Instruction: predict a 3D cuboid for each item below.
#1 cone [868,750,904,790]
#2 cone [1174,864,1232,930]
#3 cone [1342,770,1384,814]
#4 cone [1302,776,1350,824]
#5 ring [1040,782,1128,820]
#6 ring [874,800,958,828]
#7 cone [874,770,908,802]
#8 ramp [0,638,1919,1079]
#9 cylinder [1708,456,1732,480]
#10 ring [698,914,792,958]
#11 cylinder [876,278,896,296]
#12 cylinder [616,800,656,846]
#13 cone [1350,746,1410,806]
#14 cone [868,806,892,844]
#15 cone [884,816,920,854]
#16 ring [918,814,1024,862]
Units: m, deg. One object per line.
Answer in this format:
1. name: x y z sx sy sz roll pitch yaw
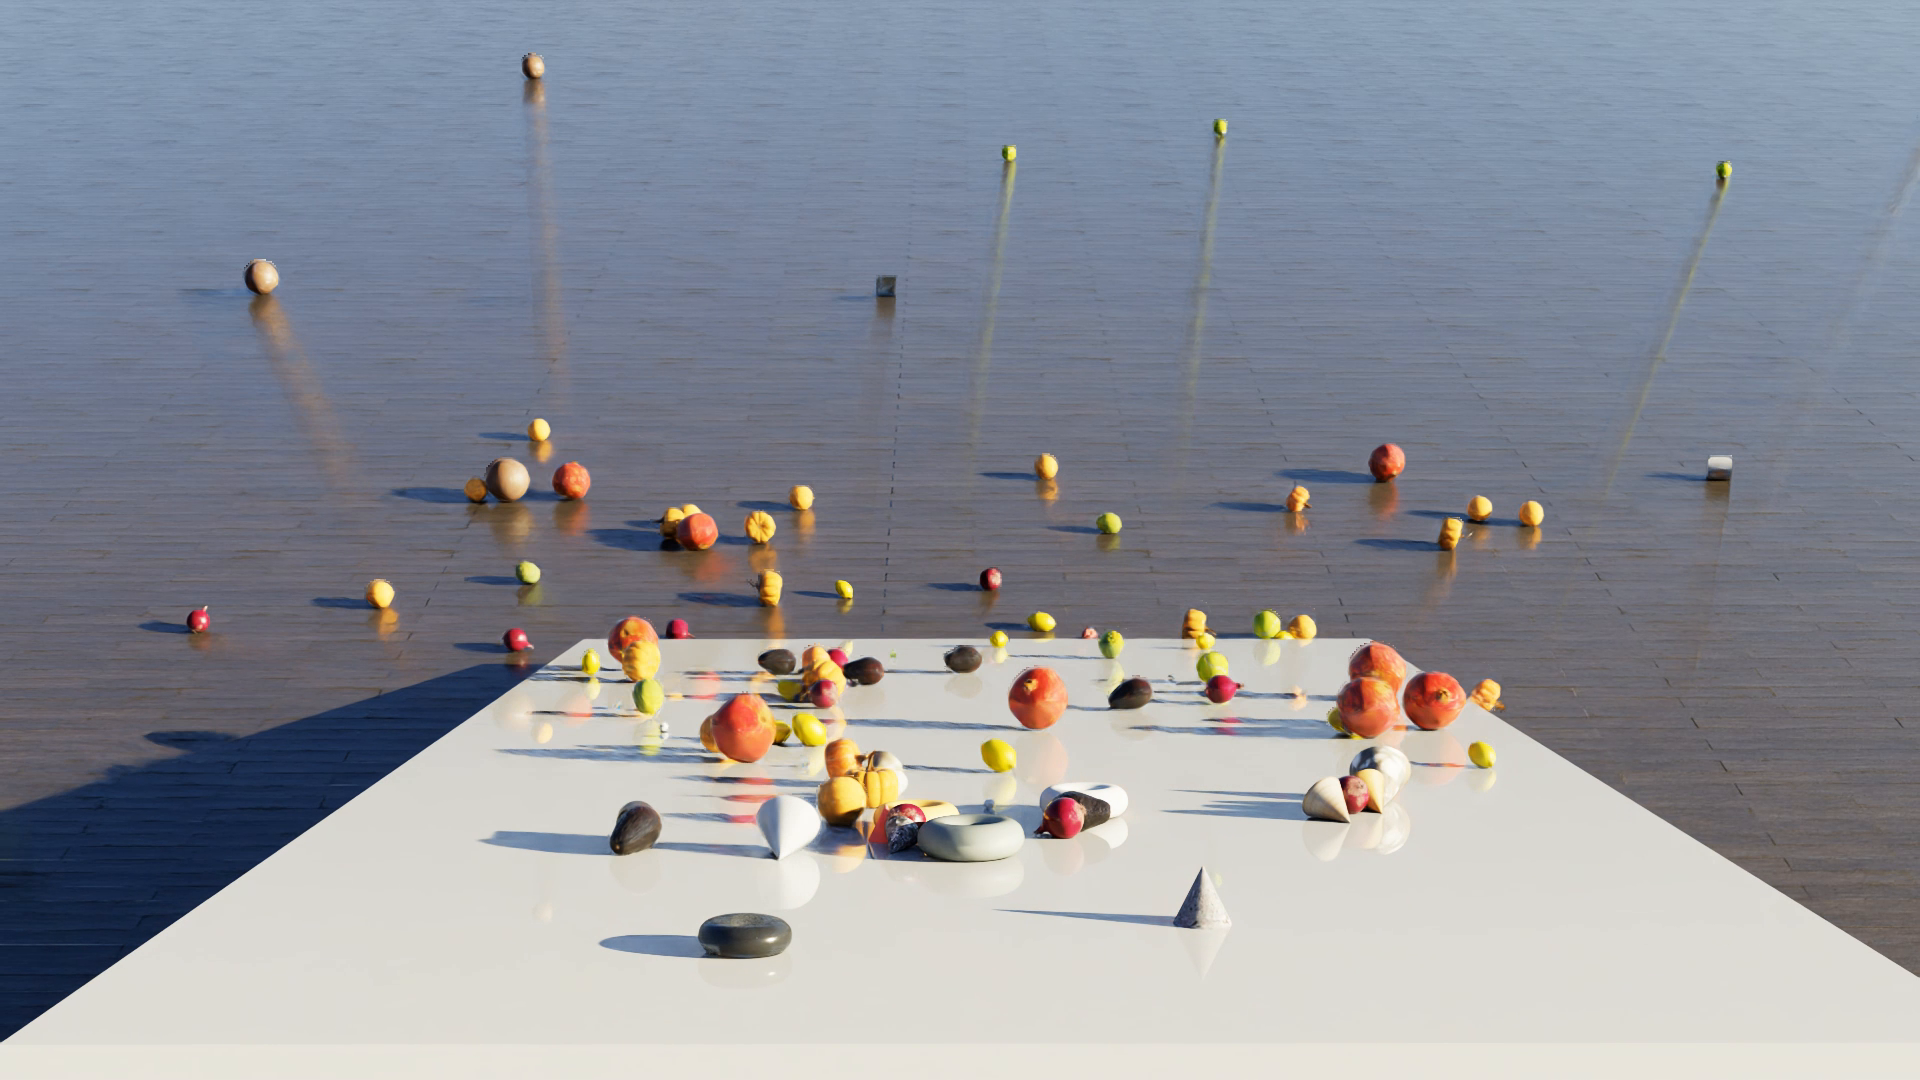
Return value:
1. cone: -0.134 0.384 4.133 0.065 0.065 0.065 9 34 24
2. cone: 0.293 0.427 3.097 0.071 0.071 0.071 0 4 0
3. cone: 0.629 0.397 3.911 0.069 0.069 0.069 -6 32 -15
4. cone: 0.560 0.402 3.822 0.072 0.072 0.072 -12 36 -30
5. ring: 0.186 0.393 3.866 0.134 0.045 0.134 -1 2 0
6. ring: -0.064 0.403 3.728 0.126 0.042 0.126 -1 2 0
7. cone: -0.107 0.395 4.011 0.052 0.052 0.052 -1 30 -4
8. ramp: 0.047 0.424 4.534 2.000 0.100 4.000 0 4 0
9. cylinder: 2.368 -0.223 8.002 0.070 0.070 0.070 6 21 16
10. ring: -0.247 0.454 2.951 0.109 0.036 0.109 1 4 0
11. cylinder: -0.290 -0.997 10.116 0.072 0.072 0.072 1 20 2
12. cylinder: -0.460 0.402 3.642 0.056 0.056 0.056 -2 4 -6
13. cone: 0.654 0.386 3.985 0.096 0.096 0.096 2 30 5
14. cone: -0.105 0.402 3.661 0.052 0.052 0.052 0 4 0
15. cone: -0.088 0.421 3.578 0.053 0.053 0.053 6 32 16
16. ring: 0.015 0.411 3.547 0.149 0.050 0.149 -1 3 0
